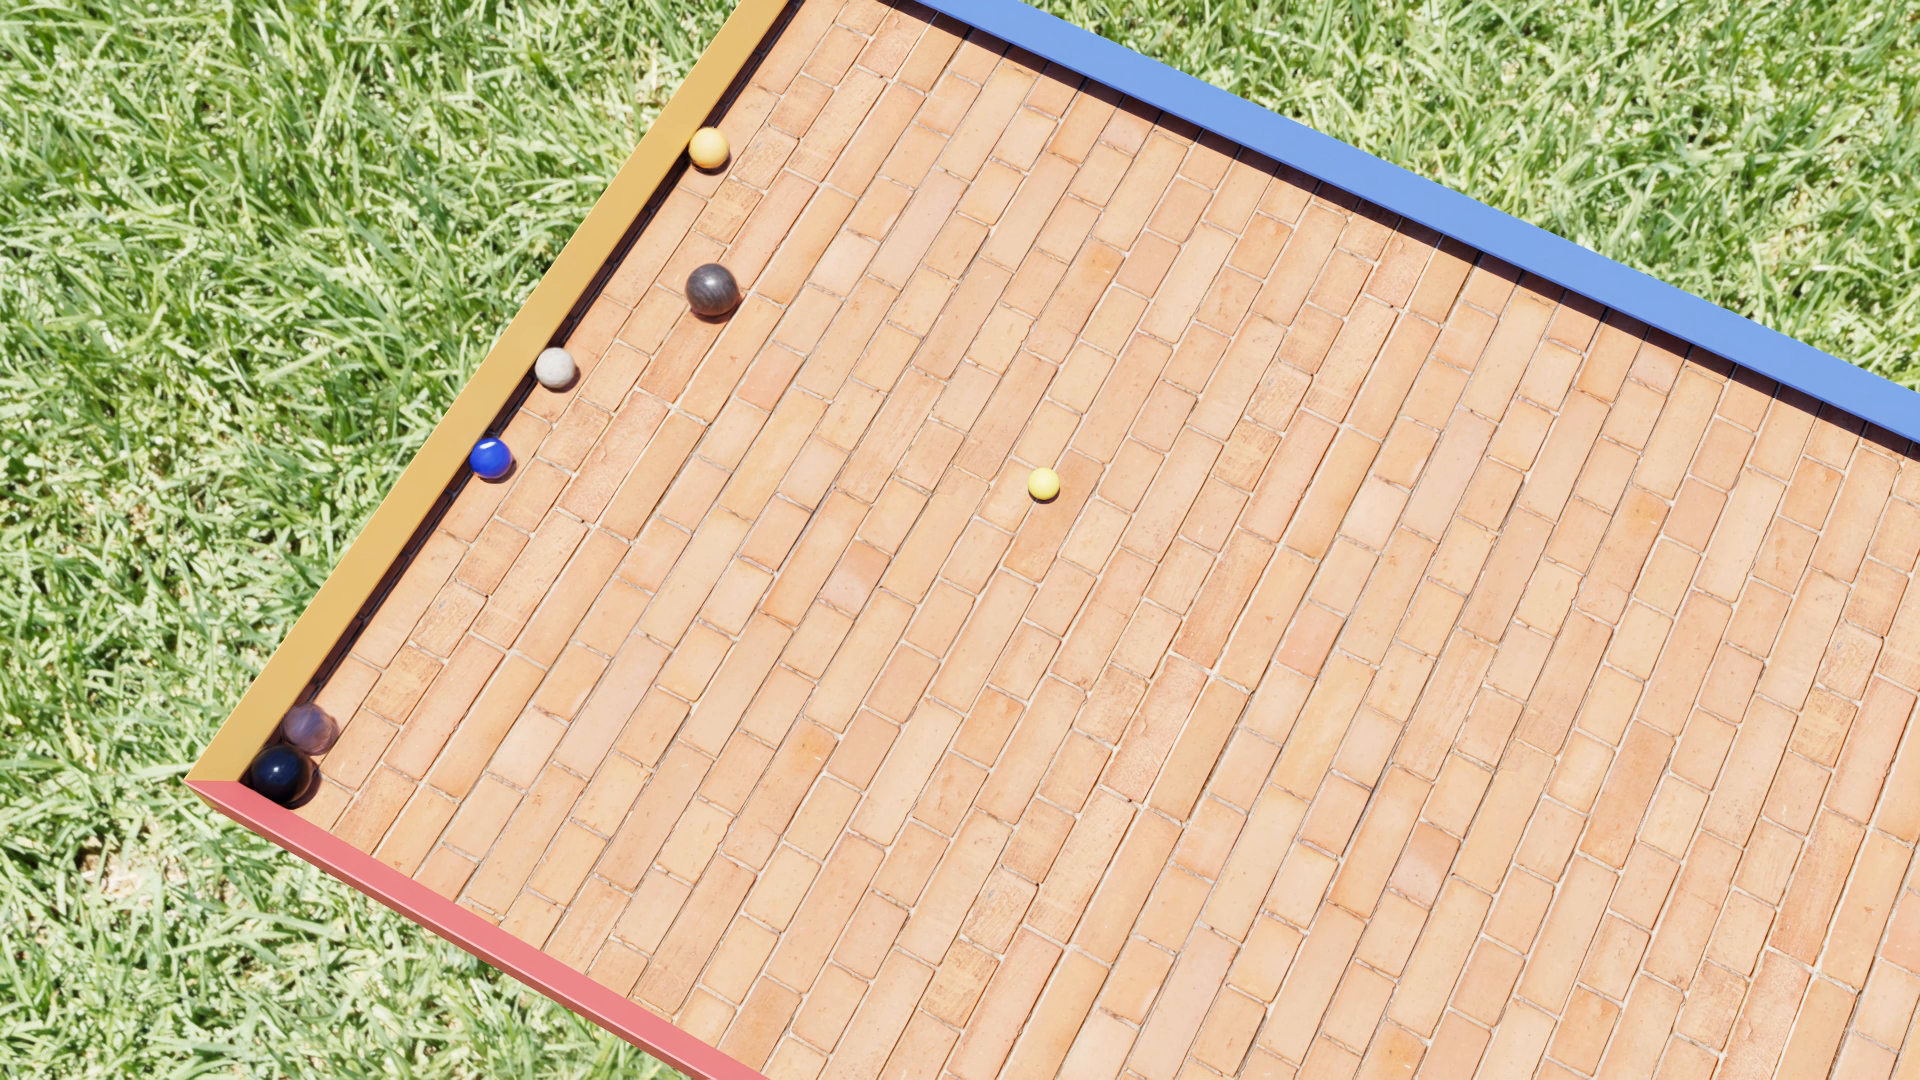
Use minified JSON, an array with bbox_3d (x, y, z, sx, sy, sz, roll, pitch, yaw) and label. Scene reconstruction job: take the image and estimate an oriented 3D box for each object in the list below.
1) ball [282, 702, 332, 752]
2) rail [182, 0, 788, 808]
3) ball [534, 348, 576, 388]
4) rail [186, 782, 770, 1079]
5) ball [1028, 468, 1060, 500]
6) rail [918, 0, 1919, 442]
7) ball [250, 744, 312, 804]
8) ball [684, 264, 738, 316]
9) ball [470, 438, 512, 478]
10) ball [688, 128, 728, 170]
[{"bbox_3d":[-1.012,0.290,3.411,0.075,0.075,0.075,0,66,0],"label":"ball"},{"bbox_3d":[-0.699,-0.354,3.674,0.045,0.120,1.869,26,68,11],"label":"rail"},{"bbox_3d":[-0.676,-0.288,3.674,0.068,0.068,0.068,0,66,0],"label":"ball"},{"bbox_3d":[0.286,1.076,3.033,3.271,0.120,0.045,26,68,11],"label":"rail"},{"bbox_3d":[0.137,-0.092,3.594,0.053,0.053,0.053,0,66,0],"label":"ball"},{"bbox_3d":[1.153,-0.386,3.689,3.271,0.120,0.045,26,68,11],"label":"rail"},{"bbox_3d":[-1.040,0.358,3.371,0.092,0.092,0.092,0,66,0],"label":"ball"},{"bbox_3d":[-0.421,-0.424,3.723,0.089,0.089,0.089,0,66,0],"label":"ball"},{"bbox_3d":[-0.769,-0.134,3.605,0.068,0.068,0.068,0,66,0],"label":"ball"},{"bbox_3d":[-0.440,-0.685,3.851,0.070,0.070,0.070,0,66,0],"label":"ball"}]
